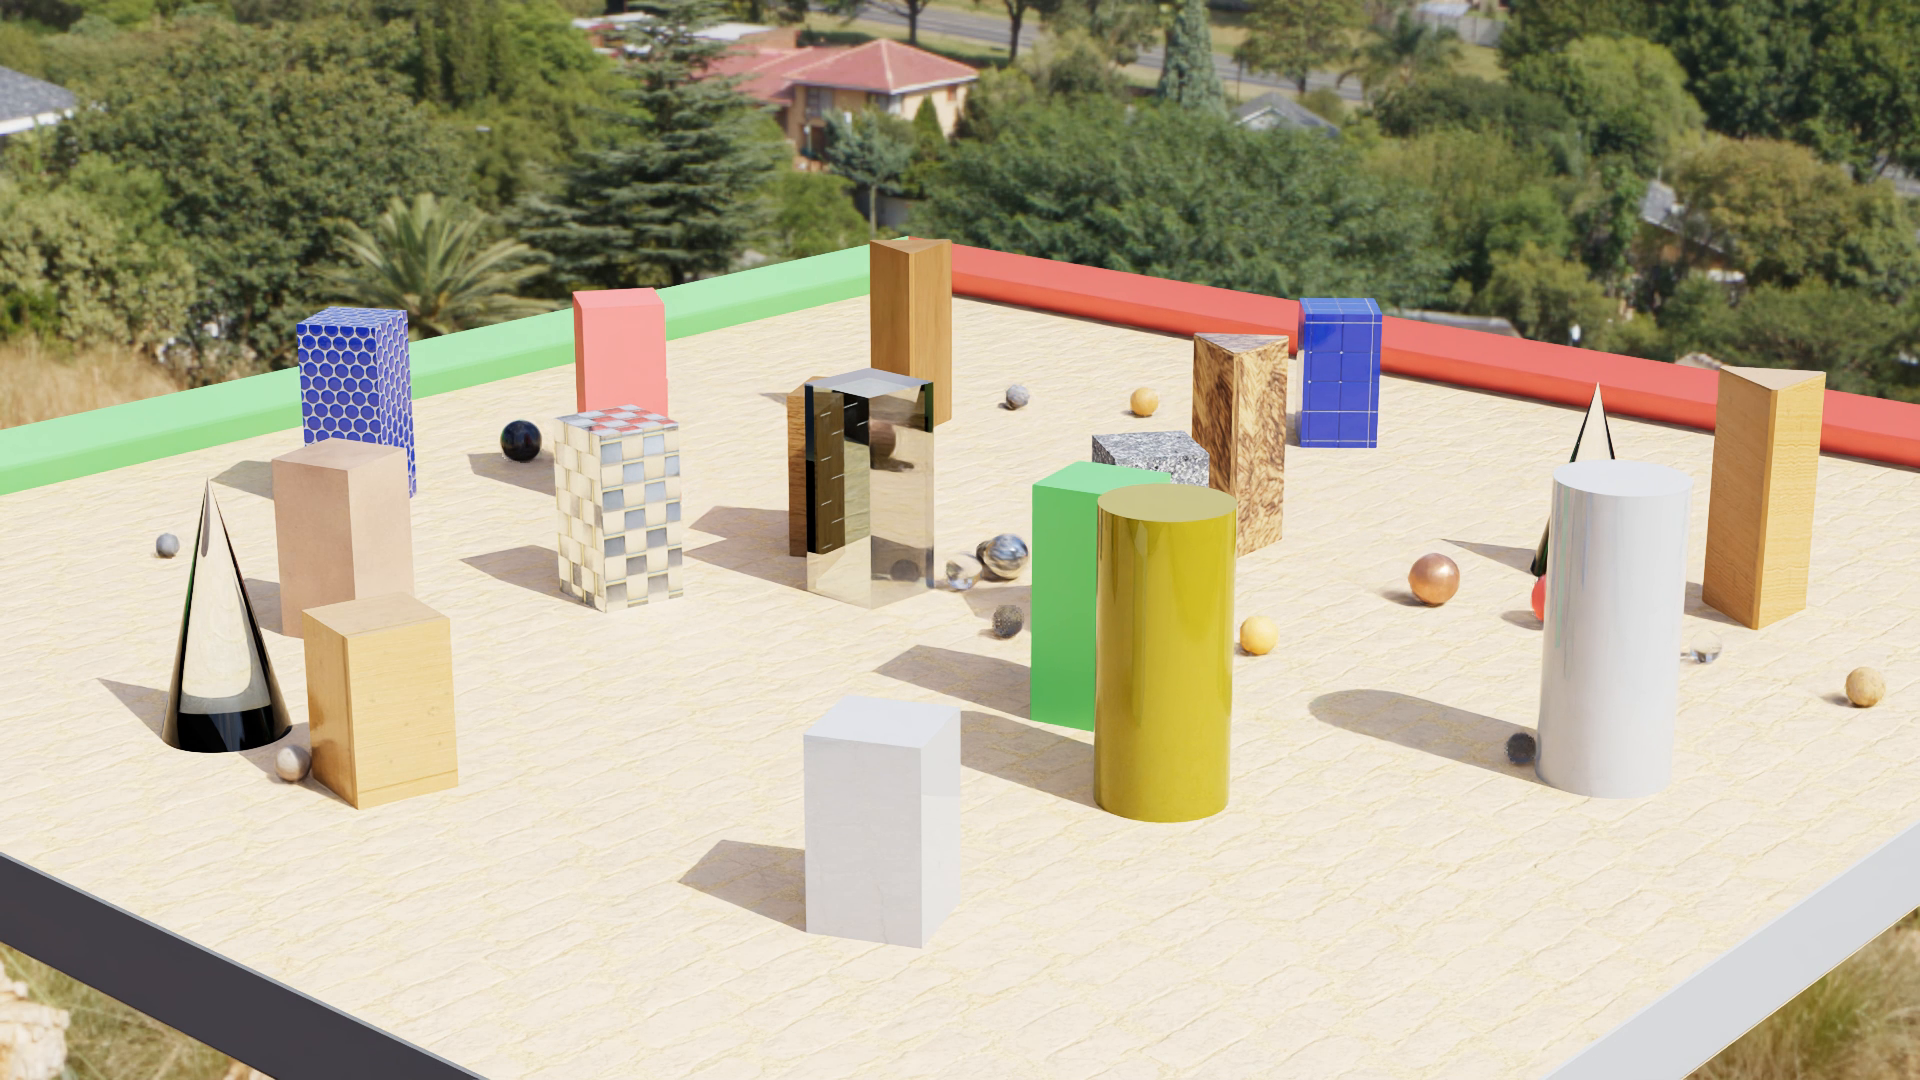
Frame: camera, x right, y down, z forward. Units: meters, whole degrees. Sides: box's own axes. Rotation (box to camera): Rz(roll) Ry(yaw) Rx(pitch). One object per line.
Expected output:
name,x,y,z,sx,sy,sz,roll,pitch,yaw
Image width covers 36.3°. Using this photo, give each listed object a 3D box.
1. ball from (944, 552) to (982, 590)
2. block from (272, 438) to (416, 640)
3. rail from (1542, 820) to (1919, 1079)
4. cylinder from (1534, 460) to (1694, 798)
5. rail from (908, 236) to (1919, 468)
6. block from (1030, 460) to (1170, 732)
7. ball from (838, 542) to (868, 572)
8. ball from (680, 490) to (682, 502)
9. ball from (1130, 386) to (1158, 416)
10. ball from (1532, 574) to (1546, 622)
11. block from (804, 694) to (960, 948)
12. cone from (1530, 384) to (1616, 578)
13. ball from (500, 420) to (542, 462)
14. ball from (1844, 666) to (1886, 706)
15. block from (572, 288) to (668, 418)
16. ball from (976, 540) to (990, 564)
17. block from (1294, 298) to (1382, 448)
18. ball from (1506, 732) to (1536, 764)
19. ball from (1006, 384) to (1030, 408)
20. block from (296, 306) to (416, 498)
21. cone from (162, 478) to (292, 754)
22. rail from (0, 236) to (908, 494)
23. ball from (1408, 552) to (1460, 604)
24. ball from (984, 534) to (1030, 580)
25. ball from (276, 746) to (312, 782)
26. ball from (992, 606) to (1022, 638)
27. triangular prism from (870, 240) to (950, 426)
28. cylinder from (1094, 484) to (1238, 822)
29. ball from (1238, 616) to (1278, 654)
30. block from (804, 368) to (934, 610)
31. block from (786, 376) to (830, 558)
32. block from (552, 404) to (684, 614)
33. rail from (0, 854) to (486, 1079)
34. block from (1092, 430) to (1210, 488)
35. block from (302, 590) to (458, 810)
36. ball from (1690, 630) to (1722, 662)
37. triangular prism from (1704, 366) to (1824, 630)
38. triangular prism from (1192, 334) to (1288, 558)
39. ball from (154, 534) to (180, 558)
ball,0.006,0.055,5.156,0.066,0.066,0.066,0,17,0
block,-1.030,0.004,4.907,0.157,0.307,0.157,8,19,25
rail,1.365,0.374,3.985,0.045,0.128,3.805,14,22,39
cylinder,0.945,0.127,4.244,0.197,0.452,0.197,0,17,0
rail,1.232,-0.377,6.478,3.662,0.128,0.045,14,22,39
block,0.215,0.088,4.502,0.157,0.379,0.157,9,19,27
ball,-0.192,0.031,5.258,0.052,0.052,0.052,0,17,0
ball,-0.571,-0.084,5.592,0.080,0.080,0.080,0,17,0
ball,0.398,-0.299,6.333,0.064,0.064,0.064,0,17,0
ball,1.015,0.099,4.952,0.098,0.098,0.098,0,17,0
block,-0.099,0.361,3.782,0.157,0.272,0.157,5,18,17
cone,1.123,-0.111,5.211,0.197,0.350,0.197,0,17,0
ball,-0.895,-0.203,5.975,0.086,0.086,0.086,0,17,0
ball,1.416,0.229,4.585,0.062,0.062,0.062,0,17,0
block,-0.658,-0.279,5.701,0.157,0.390,0.157,-4,17,-13
ball,0.051,0.023,5.295,0.047,0.047,0.047,0,17,0
block,0.788,-0.349,6.119,0.157,0.283,0.157,0,17,2
ball,0.833,0.309,4.348,0.045,0.045,0.045,0,17,0
ball,0.125,-0.313,6.397,0.053,0.053,0.053,0,17,0
block,-1.158,-0.249,5.639,0.157,0.368,0.157,3,17,11
cone,-1.121,0.097,4.427,0.197,0.405,0.197,0,17,0
rail,-1.365,-0.310,6.255,0.045,0.128,3.805,14,22,39
ball,0.821,0.067,5.073,0.089,0.089,0.089,0,17,0
ball,0.083,0.029,5.212,0.082,0.082,0.082,0,17,0
ball,-0.972,0.326,4.278,0.052,0.052,0.052,0,17,0
ball,0.079,0.137,4.904,0.053,0.053,0.053,0,17,0
triangular prism,-0.082,-0.437,6.225,0.147,0.391,0.170,-10,20,-30
cylinder,0.290,0.159,4.159,0.197,0.442,0.197,0,17,0
ball,0.491,0.156,4.822,0.064,0.064,0.064,0,17,0
block,-0.157,-0.091,5.101,0.157,0.376,0.157,15,22,41
block,-0.216,-0.131,5.365,0.157,0.301,0.157,4,17,14
block,-0.593,-0.056,5.093,0.157,0.314,0.157,-12,21,-35
rail,-1.232,0.441,3.762,3.662,0.128,0.045,14,22,39
block,0.312,0.003,4.862,0.157,0.334,0.157,-3,17,-11
block,-0.838,0.230,4.242,0.157,0.258,0.157,-12,20,-34
ball,1.217,0.174,4.782,0.053,0.053,0.053,0,17,0
triangular prism,1.346,-0.080,4.993,0.147,0.417,0.170,15,23,41
triangular prism,0.488,-0.181,5.385,0.147,0.386,0.170,13,21,36
ball,-1.444,0.010,5.342,0.044,0.044,0.044,0,17,0
